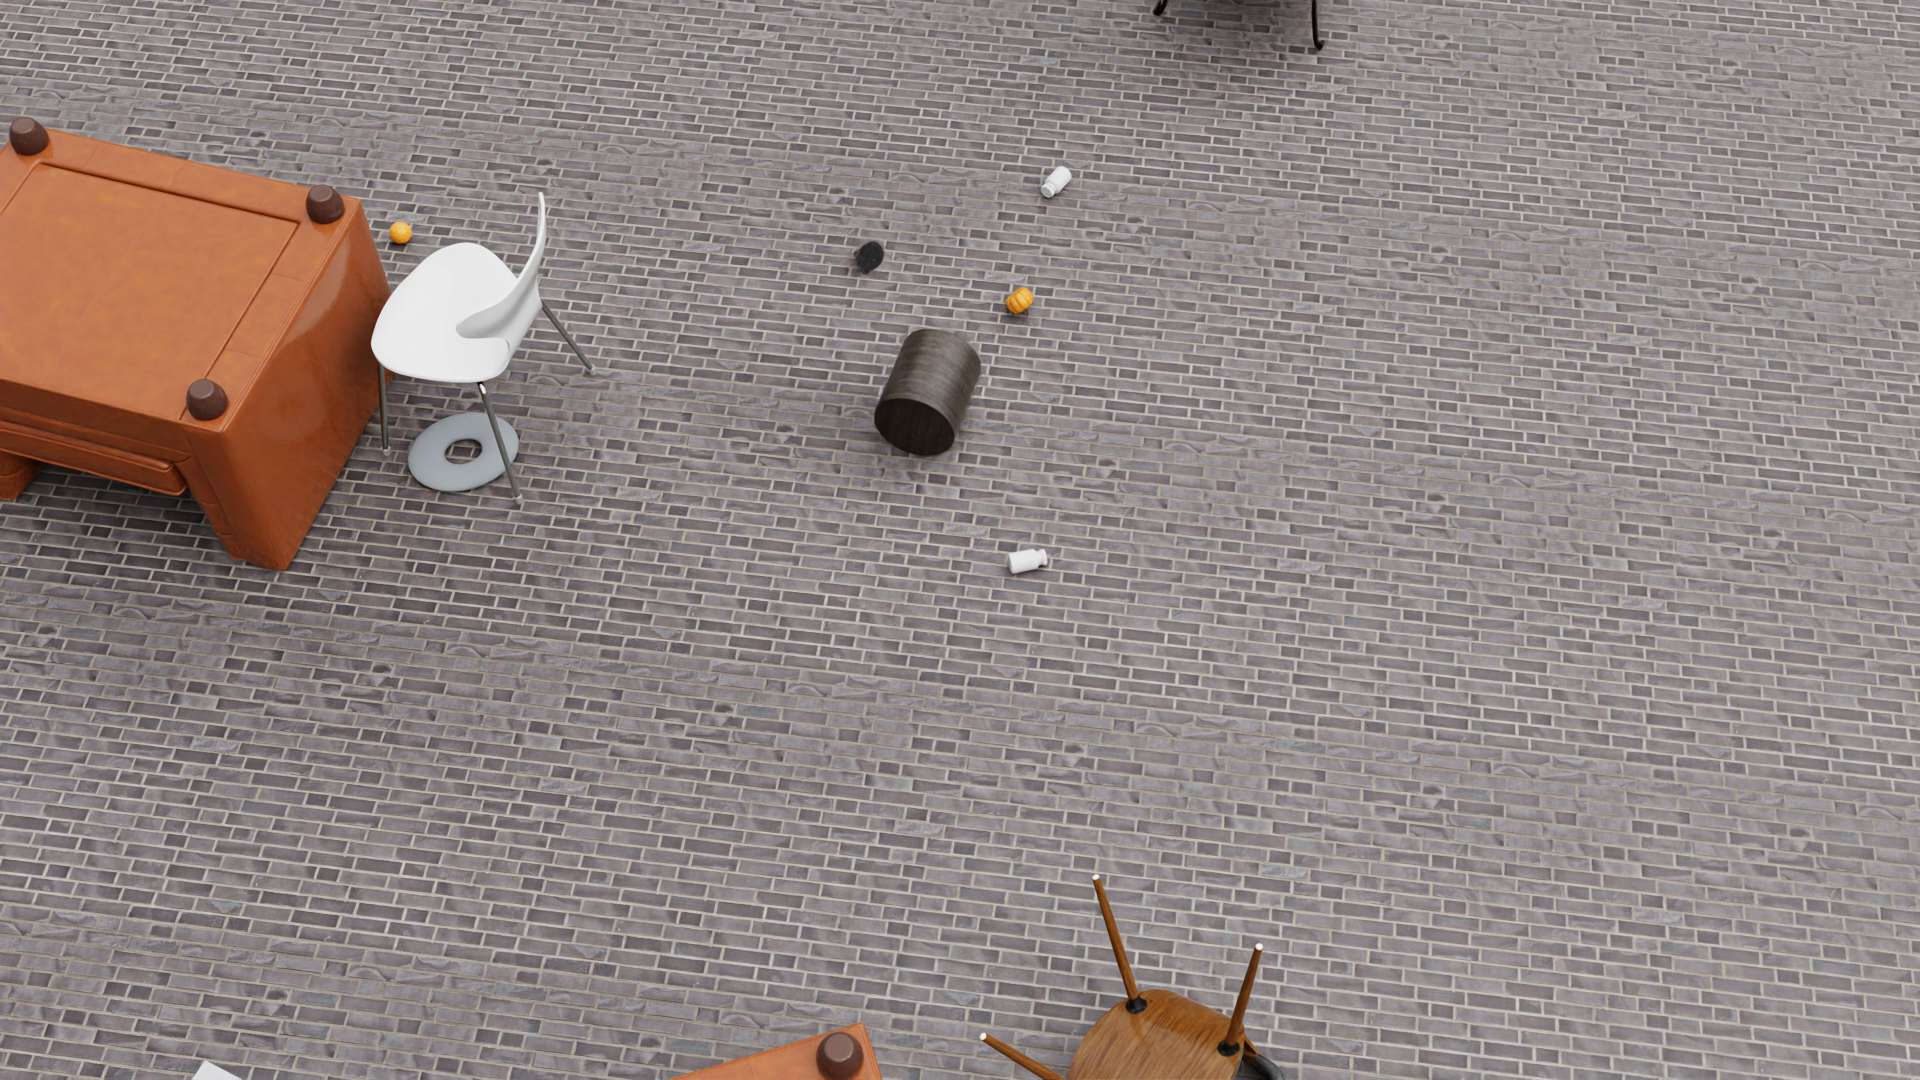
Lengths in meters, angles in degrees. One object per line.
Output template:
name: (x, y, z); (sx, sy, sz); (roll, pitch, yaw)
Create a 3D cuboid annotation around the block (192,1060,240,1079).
block: (-1.857, 1.416, 5.524); (0.129, 0.165, 0.120); (22, 59, 14)

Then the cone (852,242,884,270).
cone: (-0.322, -0.931, 7.173); (0.110, 0.093, 0.092); (-22, 27, -39)

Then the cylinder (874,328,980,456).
cylinder: (-0.099, -0.450, 6.710); (0.256, 0.276, 0.278); (20, 58, 1)

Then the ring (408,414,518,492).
ring: (-1.520, -0.271, 6.732); (0.341, 0.040, 0.289); (-18, 58, -12)
